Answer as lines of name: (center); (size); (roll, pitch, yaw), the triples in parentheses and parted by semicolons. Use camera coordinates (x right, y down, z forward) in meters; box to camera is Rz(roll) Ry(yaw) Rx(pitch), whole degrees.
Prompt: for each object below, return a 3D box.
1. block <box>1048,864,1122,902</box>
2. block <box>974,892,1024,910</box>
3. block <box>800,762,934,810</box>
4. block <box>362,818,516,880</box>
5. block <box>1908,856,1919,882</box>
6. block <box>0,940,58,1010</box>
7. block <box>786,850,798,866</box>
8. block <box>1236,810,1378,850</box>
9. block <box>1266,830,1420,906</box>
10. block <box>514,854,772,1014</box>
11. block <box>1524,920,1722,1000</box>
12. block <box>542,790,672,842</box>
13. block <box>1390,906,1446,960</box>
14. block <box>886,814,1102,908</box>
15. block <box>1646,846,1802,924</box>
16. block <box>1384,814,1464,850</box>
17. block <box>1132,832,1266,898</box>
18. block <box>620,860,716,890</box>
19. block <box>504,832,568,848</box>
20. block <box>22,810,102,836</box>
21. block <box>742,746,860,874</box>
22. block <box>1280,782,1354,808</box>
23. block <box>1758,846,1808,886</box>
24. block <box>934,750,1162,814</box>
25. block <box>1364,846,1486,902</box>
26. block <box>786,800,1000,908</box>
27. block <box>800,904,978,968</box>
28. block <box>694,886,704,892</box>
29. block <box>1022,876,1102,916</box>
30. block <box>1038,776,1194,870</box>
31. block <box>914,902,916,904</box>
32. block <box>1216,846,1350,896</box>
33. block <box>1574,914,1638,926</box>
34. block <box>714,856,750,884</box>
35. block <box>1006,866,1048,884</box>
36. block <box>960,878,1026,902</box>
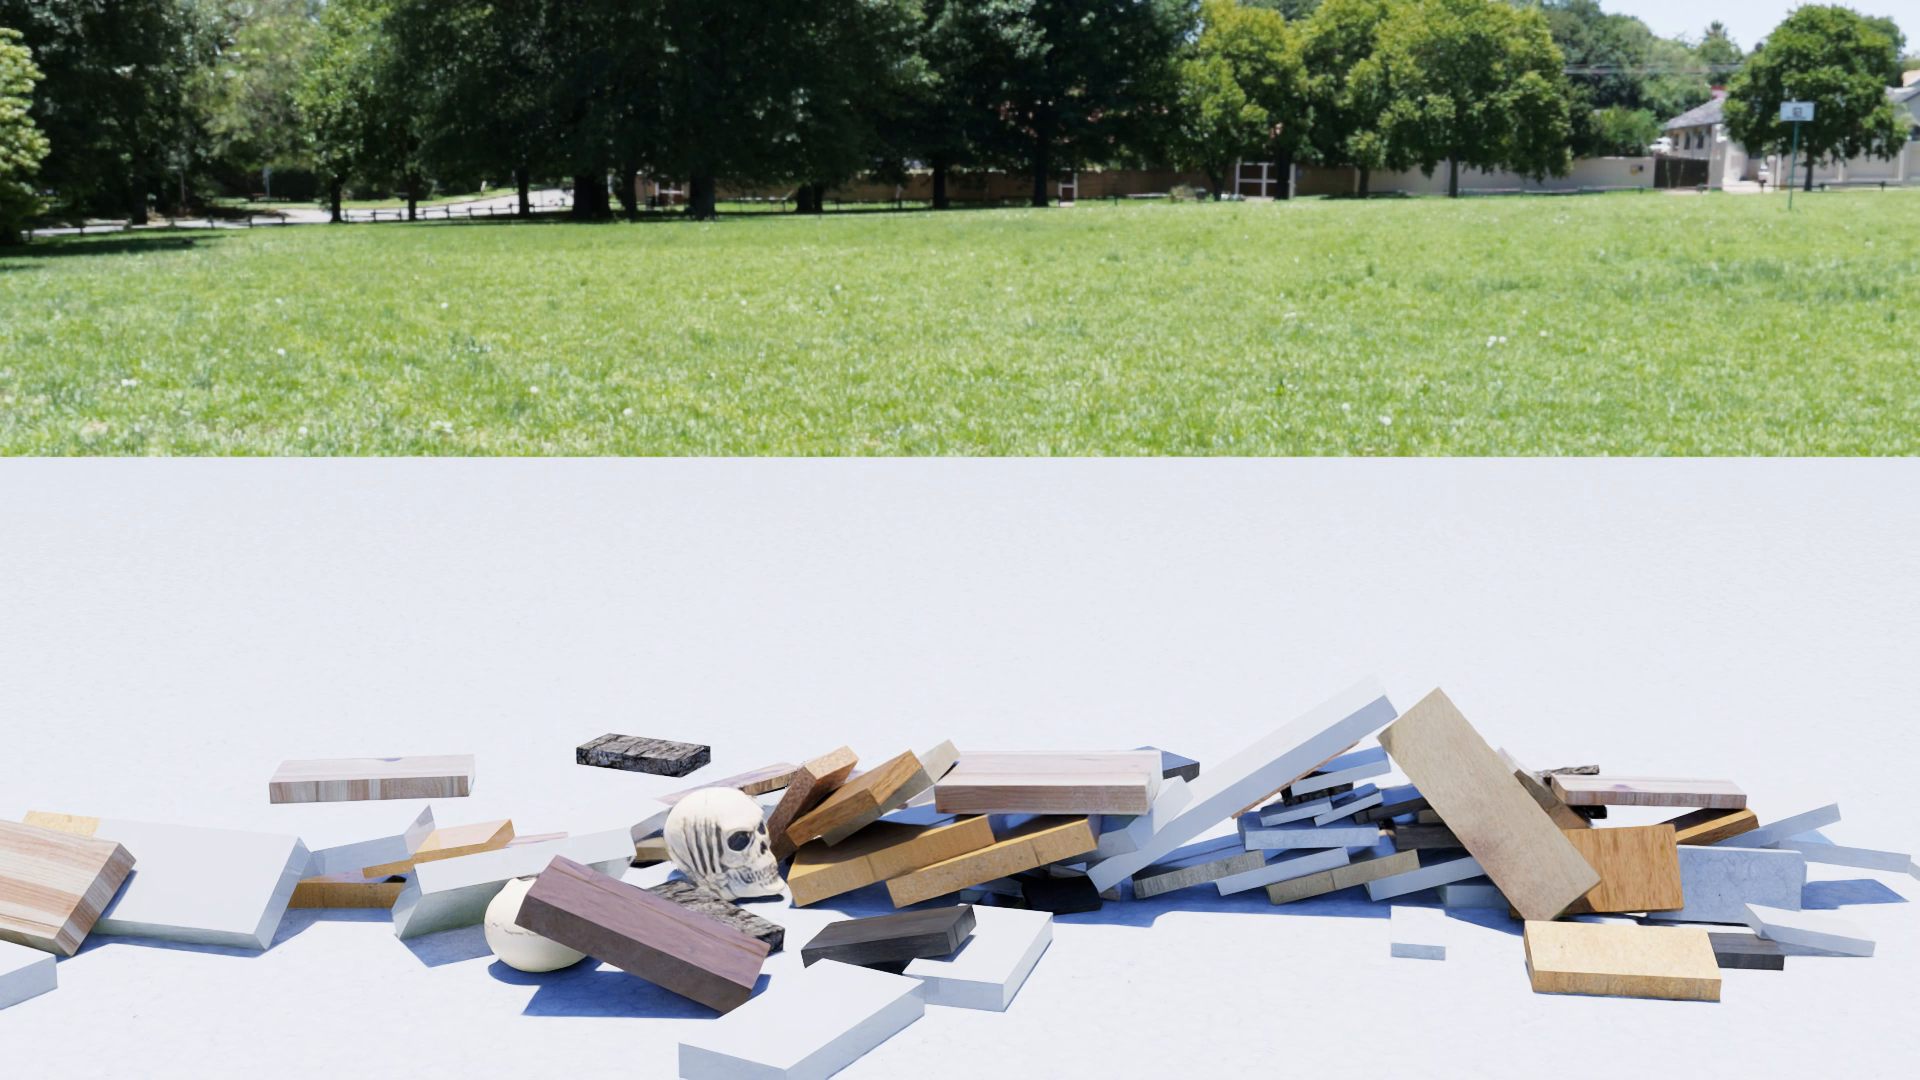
block: (0.207, 0.569, 3.658); (0.120, 0.017, 0.060); (13, 11, -1)
block: (0.049, 0.602, 3.557); (0.063, 0.018, 0.125); (5, 12, 25)
block: (-0.199, 0.478, 4.160); (0.295, 0.042, 0.148); (5, 12, 24)
block: (-0.855, 0.506, 3.605); (0.222, 0.031, 0.111); (-10, 11, 12)
block: (1.713, 0.564, 3.739); (0.176, 0.025, 0.088); (0, 11, -2)
block: (-1.540, 0.638, 3.273); (0.359, 0.051, 0.180); (6, 12, 29)
block: (-0.248, 0.556, 3.811); (0.098, 0.014, 0.049); (5, 11, 23)
block: (0.576, 0.479, 3.650); (0.218, 0.031, 0.109); (-2, 11, 0)
block: (0.630, 0.542, 3.664); (0.248, 0.035, 0.124); (-14, 10, 3)
block: (-0.462, 0.580, 3.230); (0.351, 0.050, 0.175); (23, 11, 0)
block: (0.987, 0.628, 3.287); (0.266, 0.038, 0.133); (1, 23, 7)
block: (-0.621, 0.505, 3.839); (0.111, 0.031, 0.222); (13, 23, 35)
block: (0.720, 0.617, 3.457); (0.083, 0.023, 0.166); (2, 11, 11)
block: (0.059, 0.503, 3.622); (0.347, 0.049, 0.173); (-18, 11, 11)
block: (1.227, 0.554, 3.534); (0.232, 0.116, 0.033); (2, -1, 8)
block: (0.840, 0.472, 3.652); (0.248, 0.035, 0.124); (-2, 11, 1)
block: (0.393, 0.538, 3.660); (0.218, 0.031, 0.109); (-15, 10, 2)
block: (-0.498, 0.571, 3.711); (0.078, 0.022, 0.156); (9, 14, 41)
block: (-0.765, 0.526, 3.644); (0.222, 0.031, 0.111); (-5, 11, -3)
block: (-1.433, 0.533, 3.618); (0.304, 0.043, 0.152); (3, 50, 17)
block: (-0.272, 0.461, 3.759); (0.034, 0.241, 0.121); (43, 31, 18)
block: (0.591, 0.413, 3.648); (0.117, 0.017, 0.058); (-15, 9, 4)
block: (1.249, 0.535, 3.655); (0.267, 0.038, 0.134); (0, 11, 0)
block: (0.147, 0.397, 3.610); (0.347, 0.049, 0.173); (-2, 13, 14)
block: (0.794, 0.535, 3.663); (0.248, 0.035, 0.124); (-14, 10, 3)
block: (-0.107, 0.504, 3.656); (0.347, 0.049, 0.173); (-19, 11, 8)
block: (-0.108, 0.604, 3.341); (0.241, 0.034, 0.121); (-11, 7, 20)
block: (-0.475, 0.591, 3.627); (0.049, 0.014, 0.098); (7, 13, 35)
block: (0.166, 0.581, 3.587); (0.120, 0.017, 0.060); (-4, 44, -19)
block: (0.242, 0.479, 3.685); (0.153, 0.043, 0.305); (-37, 8, -36)
block: (-0.021, 0.563, 3.650); (0.125, 0.018, 0.063); (-20, 11, 1)
block: (0.530, 0.534, 3.662); (0.218, 0.031, 0.109); (-15, 10, 2)
block: (1.025, 0.623, 3.423); (0.085, 0.024, 0.170); (-1, 11, -3)
block: (-0.390, 0.564, 3.764); (0.049, 0.014, 0.098); (0, 10, -12)
block: (0.115, 0.557, 3.666); (0.120, 0.017, 0.060); (22, 11, -8)
block: (0.065, 0.582, 3.664); (0.125, 0.018, 0.063); (0, 11, 3)
